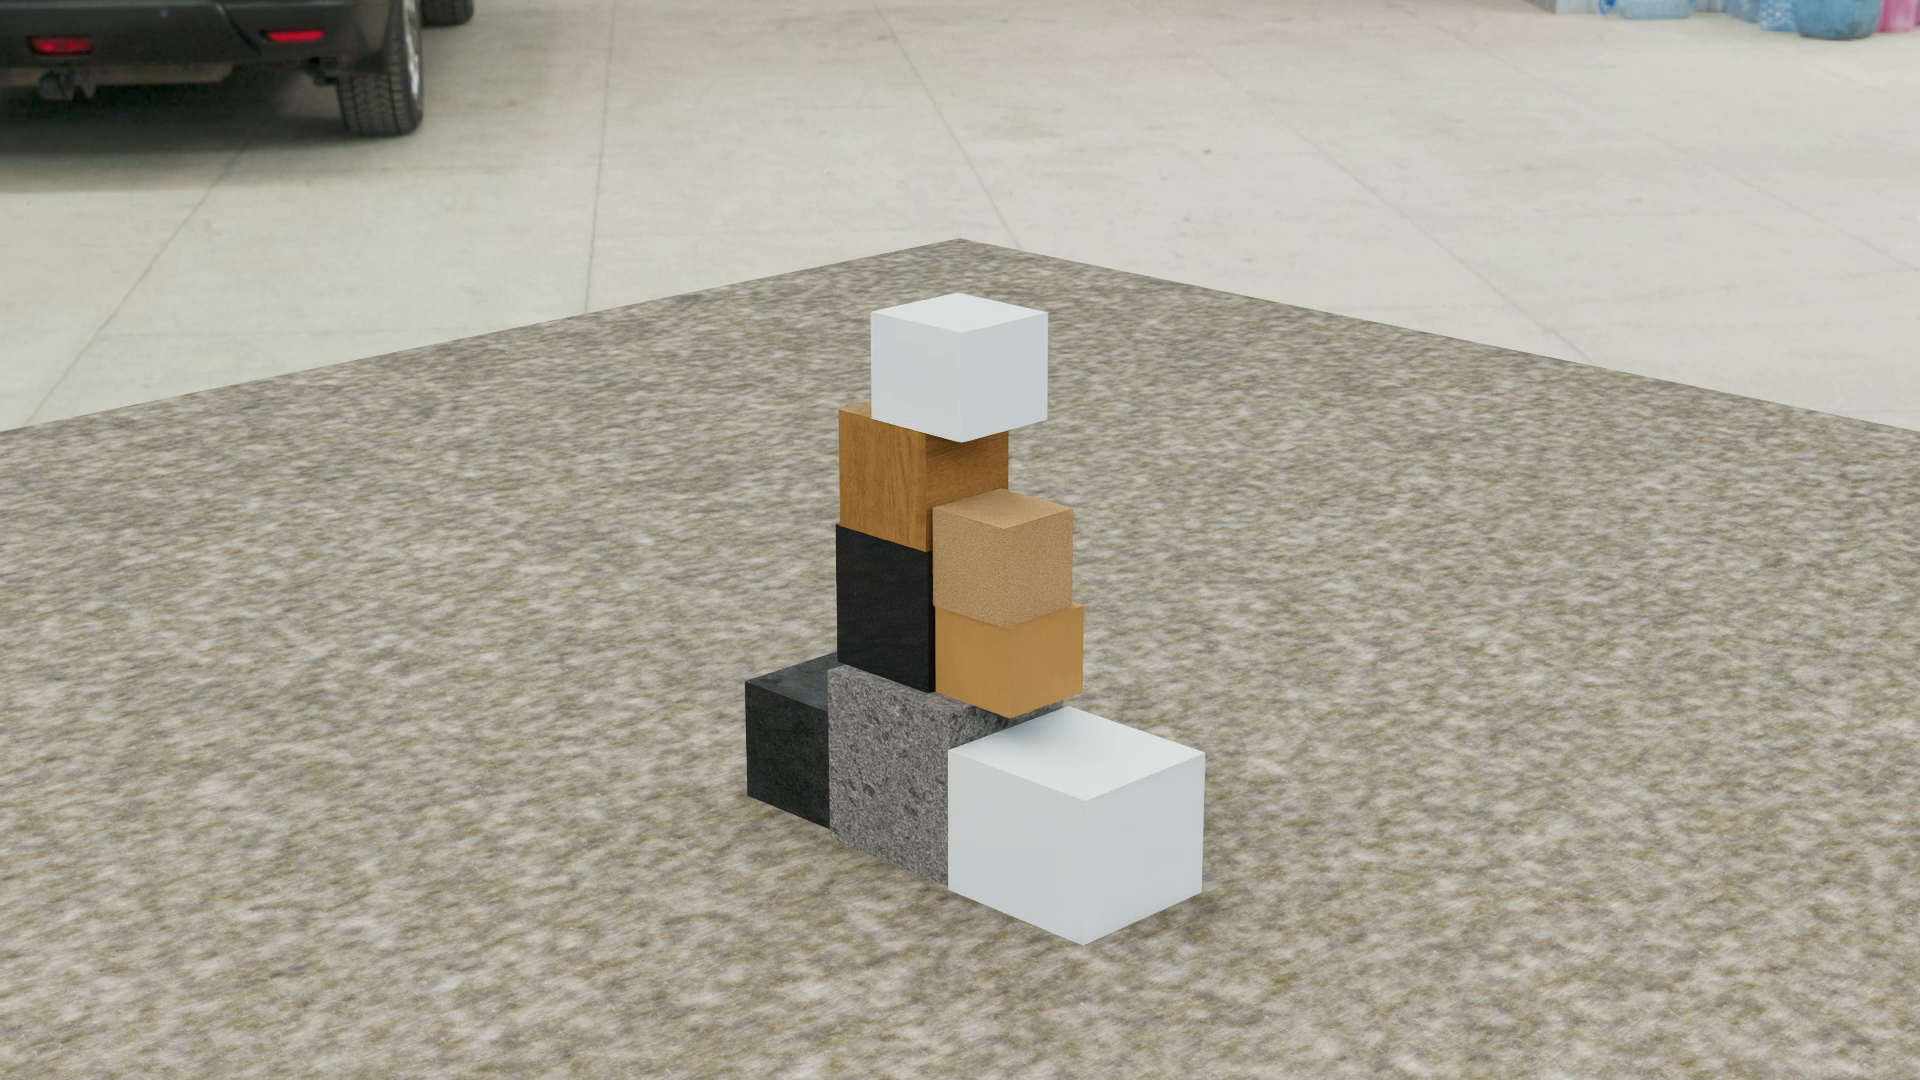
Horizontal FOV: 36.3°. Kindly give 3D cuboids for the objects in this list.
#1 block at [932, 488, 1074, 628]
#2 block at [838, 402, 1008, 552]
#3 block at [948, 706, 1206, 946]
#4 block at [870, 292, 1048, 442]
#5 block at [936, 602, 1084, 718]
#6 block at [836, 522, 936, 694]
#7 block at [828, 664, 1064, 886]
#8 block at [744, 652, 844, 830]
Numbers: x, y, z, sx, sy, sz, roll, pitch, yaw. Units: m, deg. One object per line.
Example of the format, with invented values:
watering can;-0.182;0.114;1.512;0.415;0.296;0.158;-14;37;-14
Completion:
block;0.191;0.076;13.140;0.440;0.459;0.447;-17;24;-42
block;-0.166;-0.326;13.404;0.529;0.554;0.564;-17;24;-42
block;0.520;1.267;13.183;0.790;0.678;0.832;-17;24;-42
block;-0.003;-0.777;13.095;0.545;0.493;0.570;-17;24;-42
block;0.224;0.494;13.272;0.472;0.416;0.474;-17;24;-42
block;-0.164;0.253;13.609;0.552;0.674;0.609;-17;24;-42
block;-0.068;1.014;13.715;0.742;0.842;0.804;-17;24;-42
block;-0.582;0.970;14.264;0.637;0.597;0.663;-17;24;-42
